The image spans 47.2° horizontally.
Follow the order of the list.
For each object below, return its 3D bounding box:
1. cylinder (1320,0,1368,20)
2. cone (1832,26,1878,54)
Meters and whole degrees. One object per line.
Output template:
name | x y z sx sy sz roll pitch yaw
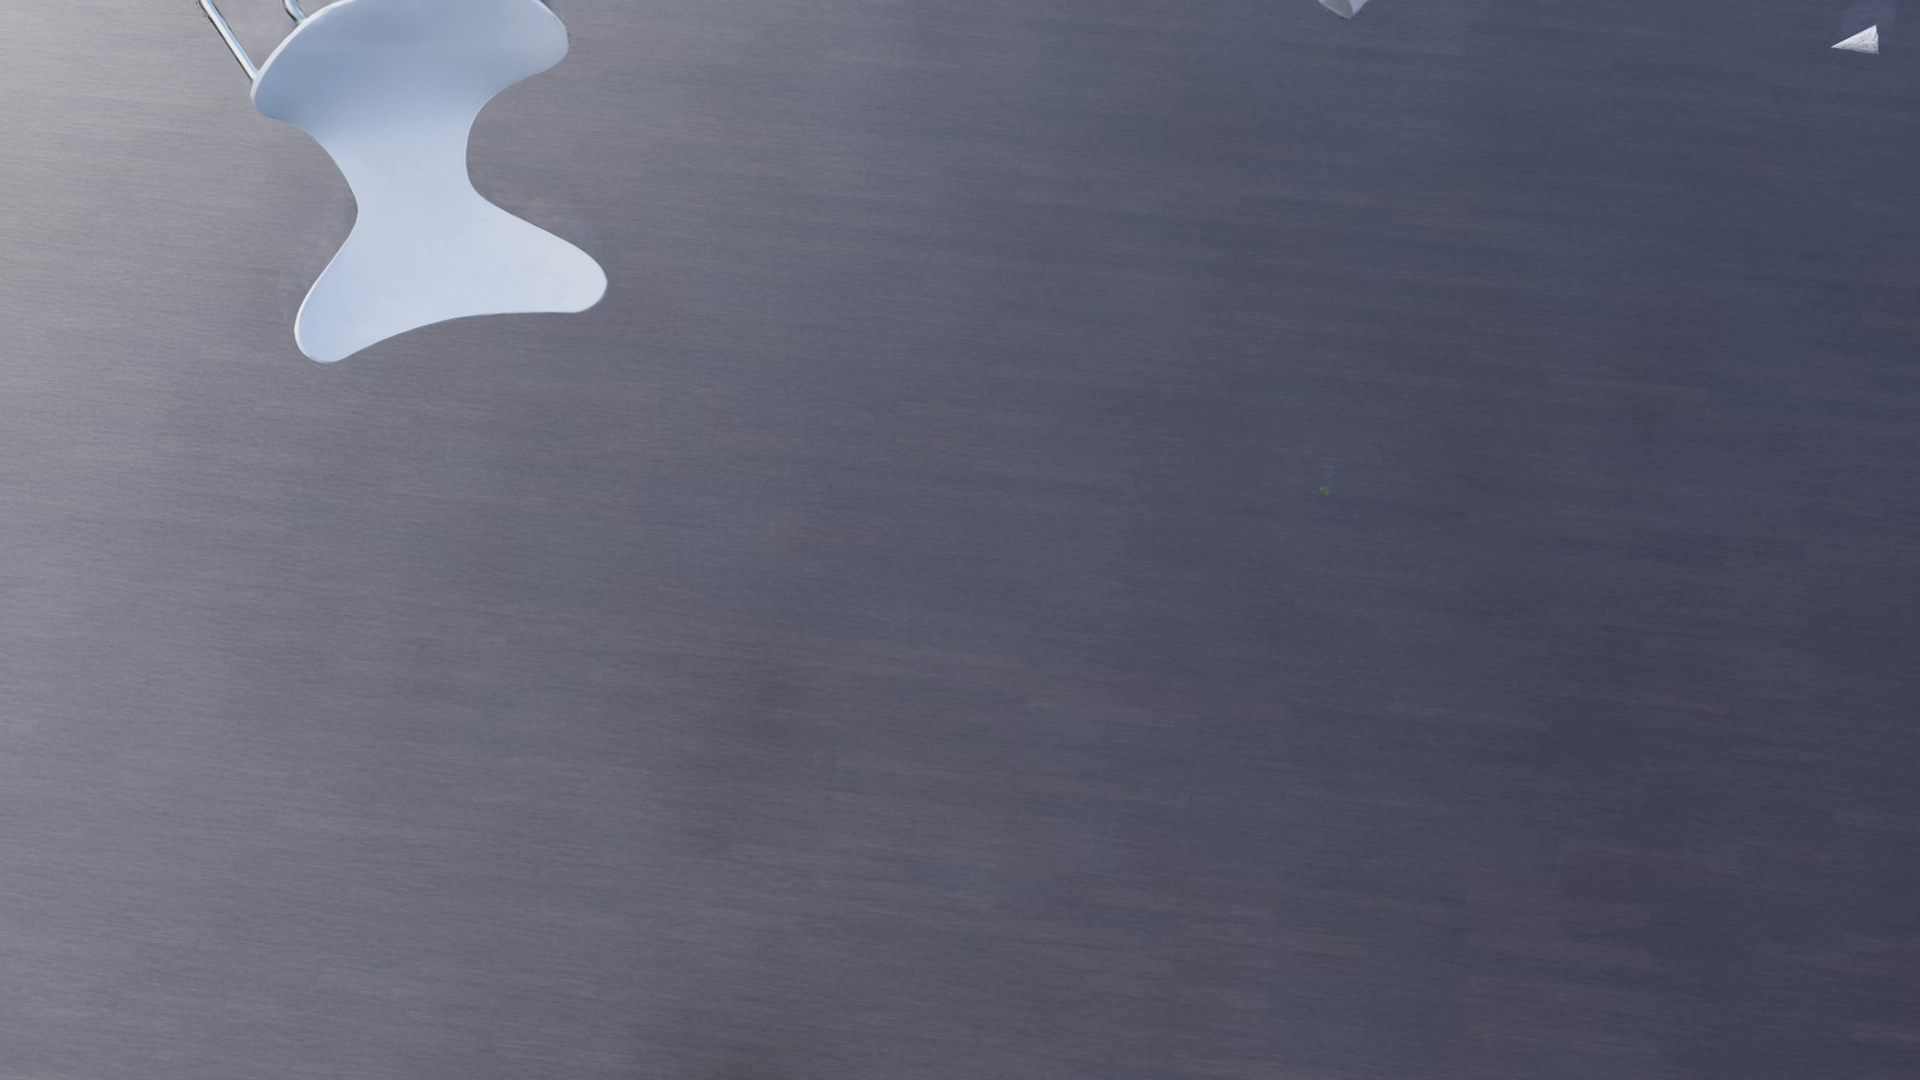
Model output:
cylinder | 0.649 -1.046 3.605 0.250 0.131 0.279 41 87 -22
cone | 1.764 -0.980 4.339 0.086 0.066 0.057 -5 78 25
